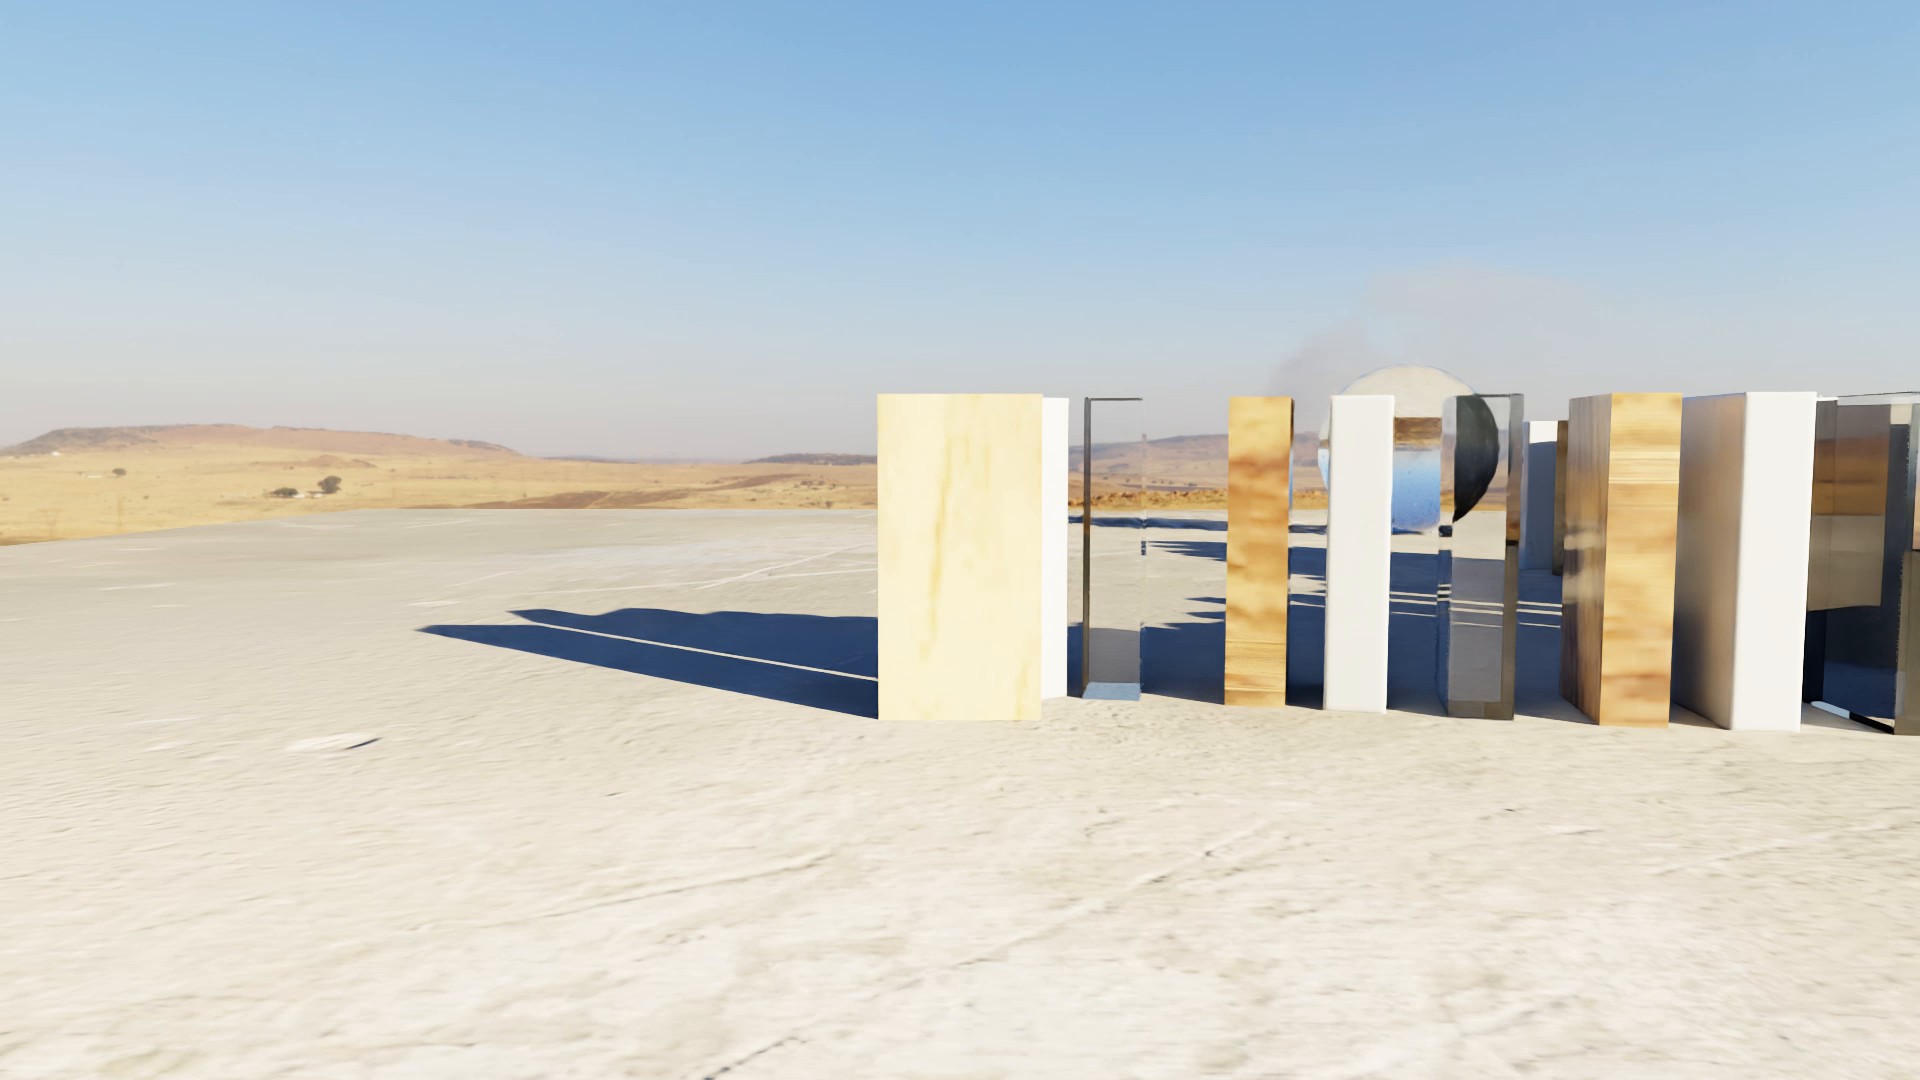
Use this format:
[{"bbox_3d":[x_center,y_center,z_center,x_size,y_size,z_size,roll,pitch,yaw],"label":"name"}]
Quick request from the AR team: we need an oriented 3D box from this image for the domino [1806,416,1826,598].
[{"bbox_3d":[0.224,-0.009,0.355,0.025,0.050,0.009,-1,4,-14],"label":"domino"}]

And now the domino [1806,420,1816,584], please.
[{"bbox_3d":[0.230,-0.007,0.332,0.025,0.050,0.009,-1,4,-14],"label":"domino"}]

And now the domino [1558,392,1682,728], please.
[{"bbox_3d":[0.104,0.002,0.203,0.010,0.050,0.025,1,4,12],"label":"domino"}]

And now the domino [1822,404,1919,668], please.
[{"bbox_3d":[0.185,-0.001,0.249,0.010,0.050,0.025,-3,5,-37],"label":"domino"}]

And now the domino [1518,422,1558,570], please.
[{"bbox_3d":[0.204,-0.015,0.437,0.025,0.050,0.009,0,4,2],"label":"domino"}]

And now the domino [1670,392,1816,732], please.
[{"bbox_3d":[0.121,0.003,0.200,0.010,0.050,0.025,1,4,8],"label":"domino"}]

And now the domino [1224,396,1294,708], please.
[{"bbox_3d":[0.051,0.001,0.218,0.009,0.050,0.025,1,4,16],"label":"domino"}]

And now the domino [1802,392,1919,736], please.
[{"bbox_3d":[0.143,0.003,0.198,0.009,0.050,0.025,0,4,6],"label":"domino"}]

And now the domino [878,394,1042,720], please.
[{"bbox_3d":[0.000,0.002,0.201,0.025,0.050,0.009,0,4,0],"label":"domino"}]

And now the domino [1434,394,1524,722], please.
[{"bbox_3d":[0.084,0.002,0.208,0.010,0.050,0.025,1,4,16],"label":"domino"}]

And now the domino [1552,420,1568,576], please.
[{"bbox_3d":[0.206,-0.013,0.413,0.025,0.050,0.010,-1,4,-11],"label":"domino"}]

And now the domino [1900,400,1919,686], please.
[{"bbox_3d":[0.181,0.001,0.226,0.025,0.050,0.009,-1,4,-12],"label":"domino"}]

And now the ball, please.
[{"bbox_3d":[0.209,-0.043,0.603,0.080,0.080,0.080,0,4,0],"label":"ball"}]

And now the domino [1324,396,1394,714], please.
[{"bbox_3d":[0.066,0.002,0.214,0.009,0.050,0.025,1,4,17],"label":"domino"}]

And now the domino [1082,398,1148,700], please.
[{"bbox_3d":[0.027,0.001,0.224,0.010,0.050,0.025,1,4,10],"label":"domino"}]

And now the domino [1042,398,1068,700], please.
[{"bbox_3d":[0.007,0.001,0.223,0.010,0.050,0.025,-3,5,-34],"label":"domino"}]

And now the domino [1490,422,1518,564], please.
[{"bbox_3d":[0.206,-0.017,0.461,0.025,0.050,0.010,0,4,1],"label":"domino"}]
